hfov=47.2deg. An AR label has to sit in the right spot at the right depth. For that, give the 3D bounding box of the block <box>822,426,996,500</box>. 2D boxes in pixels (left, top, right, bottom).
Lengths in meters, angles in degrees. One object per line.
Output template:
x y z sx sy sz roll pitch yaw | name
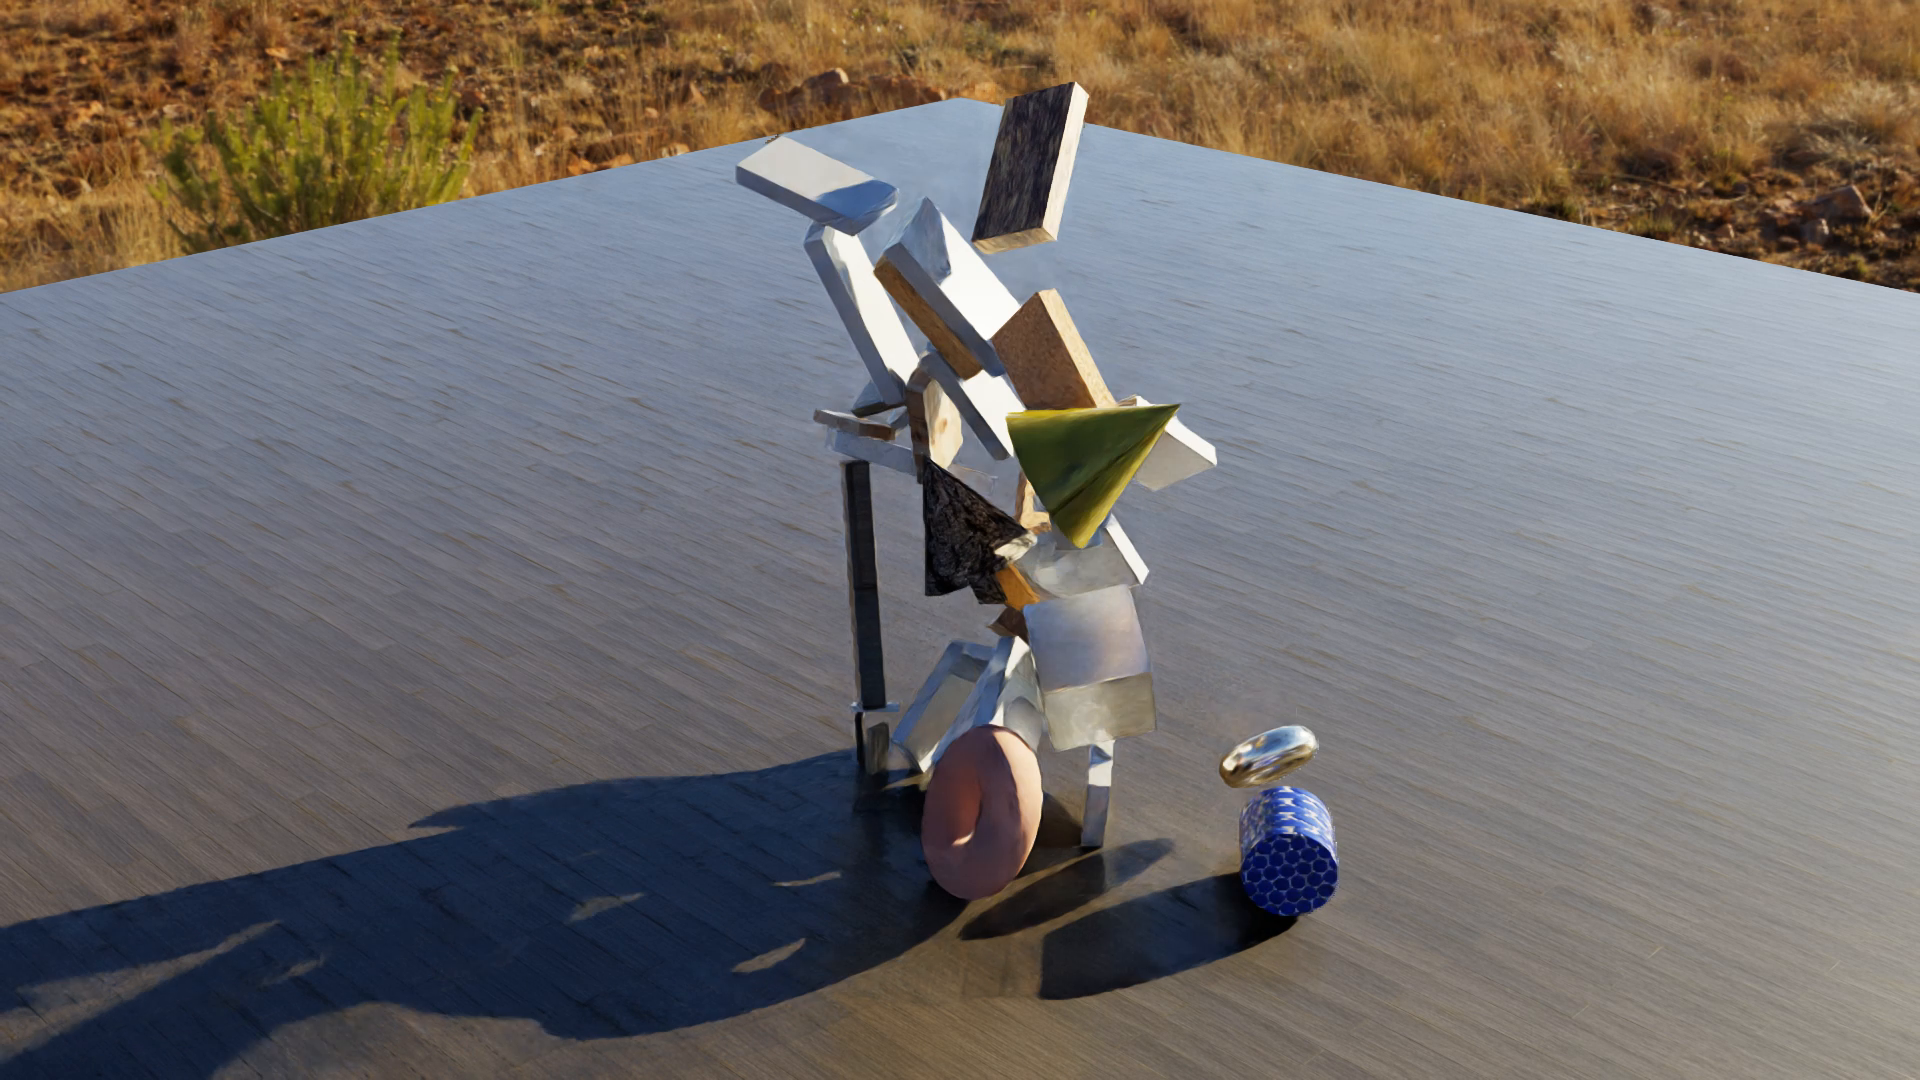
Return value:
-0.108 -0.164 4.612 0.344 0.049 0.172 17 2 -11 | block

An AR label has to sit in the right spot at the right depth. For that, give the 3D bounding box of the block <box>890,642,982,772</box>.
-0.047 0.352 4.622 0.035 0.124 0.248 17 62 33 | block

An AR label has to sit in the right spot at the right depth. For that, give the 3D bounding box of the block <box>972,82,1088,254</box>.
0.135 -0.714 4.224 0.167 0.334 0.047 -6 -30 38 | block

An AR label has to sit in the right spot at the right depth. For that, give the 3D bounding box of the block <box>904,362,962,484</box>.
-0.051 -0.249 4.417 0.039 0.274 0.137 16 53 19 | block

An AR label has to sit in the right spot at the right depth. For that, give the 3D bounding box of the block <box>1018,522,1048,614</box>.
0.198 0.087 4.727 0.114 0.228 0.032 29 -26 -34 | block

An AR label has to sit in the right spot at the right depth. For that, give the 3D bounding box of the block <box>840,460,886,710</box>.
-0.204 0.090 4.612 0.049 0.511 0.172 -4 4 -6 | block

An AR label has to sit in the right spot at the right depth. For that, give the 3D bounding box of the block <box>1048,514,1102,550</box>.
0.201 -0.134 4.273 0.043 0.304 0.152 -12 2 -16 | block

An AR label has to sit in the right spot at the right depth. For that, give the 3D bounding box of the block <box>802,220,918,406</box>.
-0.191 -0.463 4.313 0.040 0.395 0.142 -12 36 23 | block

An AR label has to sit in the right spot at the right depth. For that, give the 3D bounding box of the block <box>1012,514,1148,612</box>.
0.217 0.050 4.500 0.304 0.152 0.043 -15 31 36 | block

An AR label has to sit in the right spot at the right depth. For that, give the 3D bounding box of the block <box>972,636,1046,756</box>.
0.102 0.369 4.481 0.044 0.155 0.310 -7 54 41 | block

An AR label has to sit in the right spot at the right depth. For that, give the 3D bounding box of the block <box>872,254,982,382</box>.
-0.044 -0.457 4.248 0.040 0.284 0.142 -27 24 36 | block

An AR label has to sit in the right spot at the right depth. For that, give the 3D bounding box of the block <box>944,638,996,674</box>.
0.079 0.279 4.694 0.035 0.124 0.248 -51 28 -18 | block

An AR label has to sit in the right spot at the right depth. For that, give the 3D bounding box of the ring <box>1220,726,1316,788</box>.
0.609 0.429 4.354 0.203 0.203 0.068 -12 69 -27 | ring

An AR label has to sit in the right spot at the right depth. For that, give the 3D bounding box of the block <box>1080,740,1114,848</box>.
0.281 0.455 4.420 0.044 0.155 0.310 6 33 3 | block

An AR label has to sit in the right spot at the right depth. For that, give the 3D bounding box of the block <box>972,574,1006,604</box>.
0.048 0.086 4.520 0.058 0.115 0.016 -2 45 30 | block

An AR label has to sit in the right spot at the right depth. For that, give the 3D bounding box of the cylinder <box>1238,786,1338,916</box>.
0.618 0.586 4.151 0.177 0.177 0.177 2 23 5 | cylinder

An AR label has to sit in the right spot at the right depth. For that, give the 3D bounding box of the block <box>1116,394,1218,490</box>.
0.370 -0.192 4.396 0.152 0.043 0.304 -22 -31 29 | block

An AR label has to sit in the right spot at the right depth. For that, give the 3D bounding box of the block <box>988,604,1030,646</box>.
0.206 0.250 4.620 0.310 0.044 0.155 36 -9 -1 | block

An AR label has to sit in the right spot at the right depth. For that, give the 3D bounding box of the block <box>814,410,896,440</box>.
-0.216 -0.236 4.493 0.088 0.025 0.176 7 8 -36 | block

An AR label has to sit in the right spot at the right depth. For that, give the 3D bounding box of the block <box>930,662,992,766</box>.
0.049 0.389 4.530 0.035 0.124 0.248 -2 49 54 | block

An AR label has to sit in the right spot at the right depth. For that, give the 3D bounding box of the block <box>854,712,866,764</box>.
-0.209 0.415 4.647 0.014 0.102 0.051 -2 19 6 | block

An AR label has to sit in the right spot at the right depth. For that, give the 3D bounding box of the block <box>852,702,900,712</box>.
-0.177 0.352 4.634 0.102 0.014 0.051 -2 4 0 | block

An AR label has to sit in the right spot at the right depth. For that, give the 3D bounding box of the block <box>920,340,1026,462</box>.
0.031 -0.302 4.339 0.039 0.274 0.137 -19 31 33 | block

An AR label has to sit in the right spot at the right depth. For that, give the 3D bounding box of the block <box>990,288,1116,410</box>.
0.196 -0.271 4.125 0.047 0.362 0.167 -14 -18 -40 | block

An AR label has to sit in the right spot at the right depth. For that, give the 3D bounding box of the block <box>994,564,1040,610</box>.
0.108 0.094 4.548 0.058 0.115 0.016 -21 27 33 | block

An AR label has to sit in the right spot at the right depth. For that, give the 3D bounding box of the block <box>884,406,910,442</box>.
-0.104 -0.269 4.503 0.025 0.176 0.088 36 60 -11 | block

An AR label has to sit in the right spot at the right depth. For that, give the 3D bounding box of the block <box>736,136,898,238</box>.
-0.277 -0.684 4.242 0.284 0.040 0.142 28 46 23 | block

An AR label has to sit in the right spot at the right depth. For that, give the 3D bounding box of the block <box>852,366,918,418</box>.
-0.134 -0.302 4.460 0.176 0.025 0.088 -13 37 41 | block

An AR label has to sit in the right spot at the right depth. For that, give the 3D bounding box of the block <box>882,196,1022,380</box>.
-0.001 -0.487 4.242 0.047 0.334 0.167 -26 26 36 | block

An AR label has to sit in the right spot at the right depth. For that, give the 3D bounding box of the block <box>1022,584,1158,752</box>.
0.257 0.253 4.336 0.213 0.213 0.213 -12 53 0 | block

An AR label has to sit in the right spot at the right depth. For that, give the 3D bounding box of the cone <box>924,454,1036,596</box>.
-0.014 -0.056 4.102 0.237 0.237 0.237 -26 12 6 | cone

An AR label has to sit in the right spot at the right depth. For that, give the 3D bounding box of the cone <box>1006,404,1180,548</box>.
0.273 -0.174 3.918 0.279 0.279 0.279 -29 18 14 | cone

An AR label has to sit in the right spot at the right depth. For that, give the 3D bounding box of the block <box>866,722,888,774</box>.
-0.173 0.435 4.604 0.014 0.102 0.051 19 29 38 | block

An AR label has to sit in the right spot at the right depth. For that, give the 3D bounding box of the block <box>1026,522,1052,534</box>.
0.210 0.017 4.661 0.228 0.114 0.032 -16 -3 -10 | block

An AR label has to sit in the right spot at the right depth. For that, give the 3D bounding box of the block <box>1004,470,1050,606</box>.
0.199 0.011 4.854 0.172 0.049 0.344 20 56 -17 | block

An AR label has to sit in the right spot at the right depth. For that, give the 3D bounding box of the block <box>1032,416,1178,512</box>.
0.299 -0.154 4.612 0.137 0.039 0.465 3 -21 -19 | block

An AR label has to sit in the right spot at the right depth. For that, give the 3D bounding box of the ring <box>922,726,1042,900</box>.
0.039 0.514 4.159 0.111 0.334 0.334 16 15 -27 | ring
